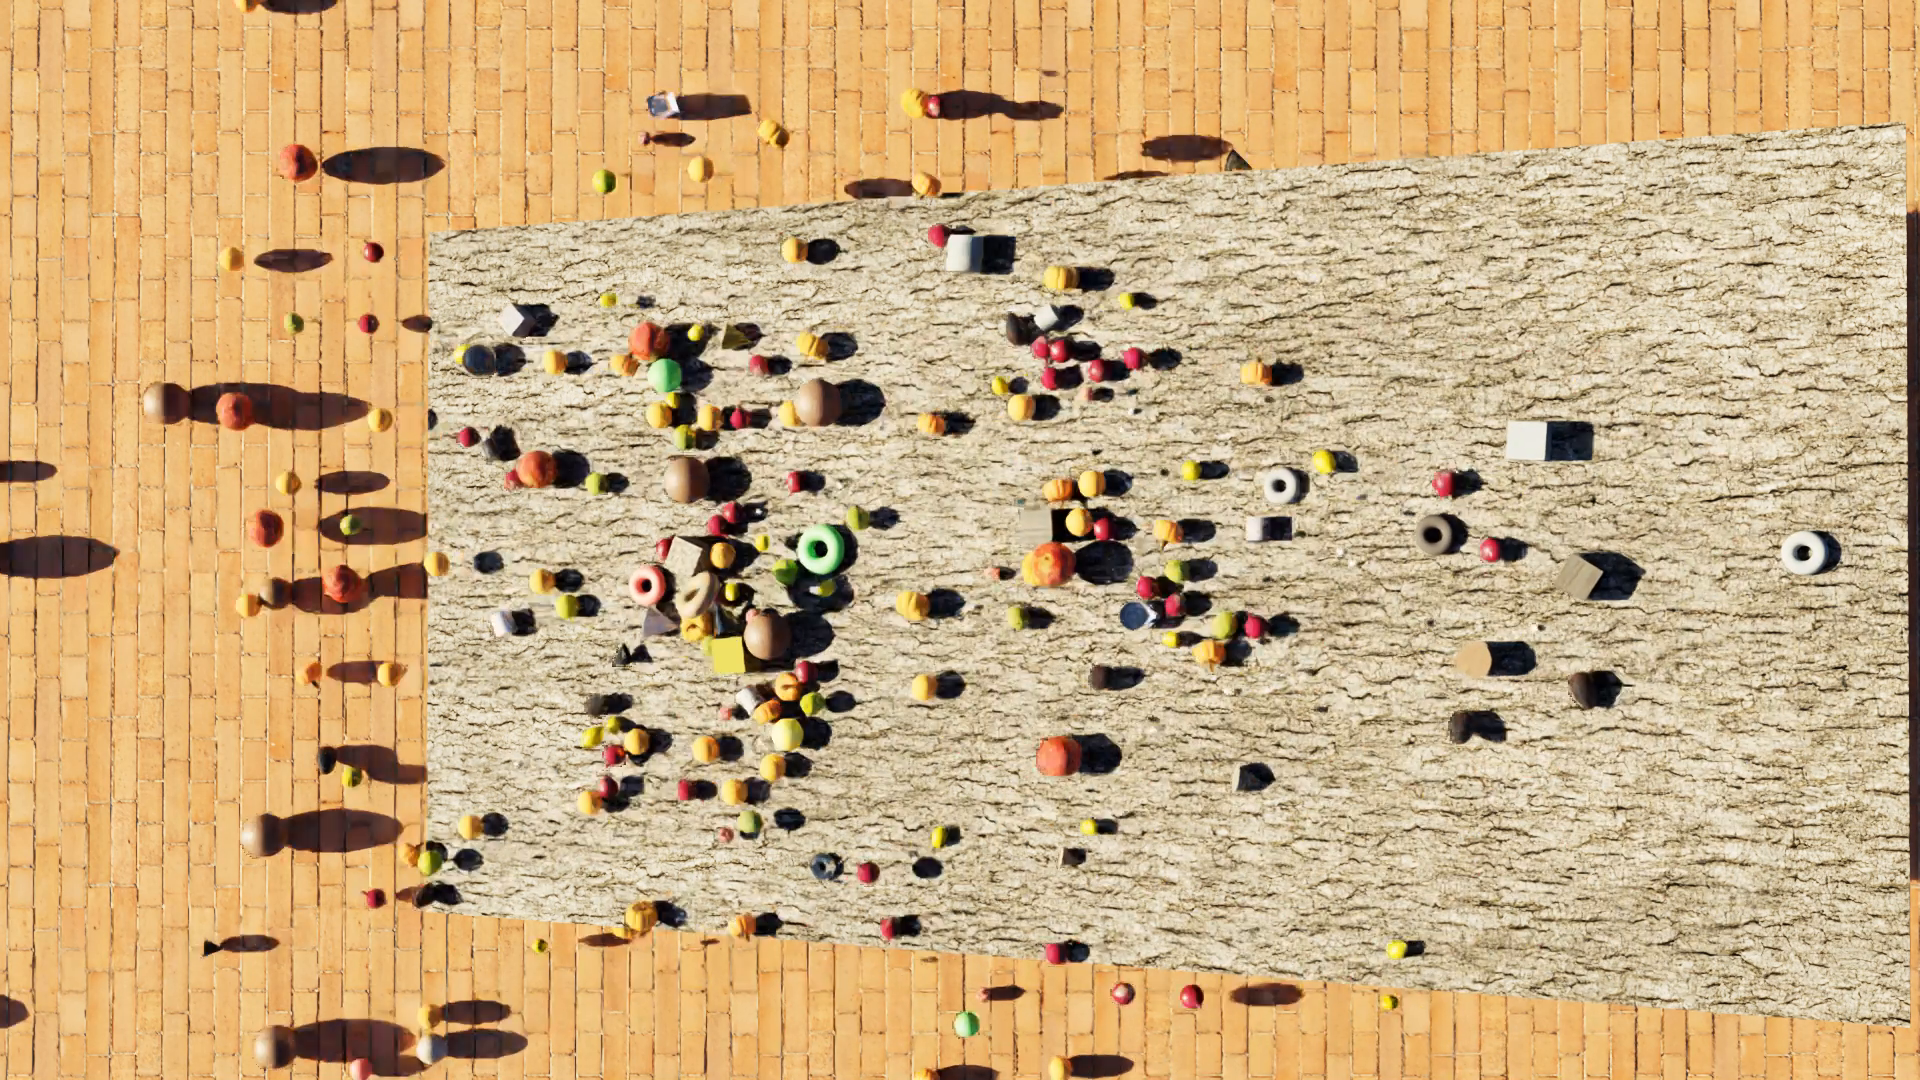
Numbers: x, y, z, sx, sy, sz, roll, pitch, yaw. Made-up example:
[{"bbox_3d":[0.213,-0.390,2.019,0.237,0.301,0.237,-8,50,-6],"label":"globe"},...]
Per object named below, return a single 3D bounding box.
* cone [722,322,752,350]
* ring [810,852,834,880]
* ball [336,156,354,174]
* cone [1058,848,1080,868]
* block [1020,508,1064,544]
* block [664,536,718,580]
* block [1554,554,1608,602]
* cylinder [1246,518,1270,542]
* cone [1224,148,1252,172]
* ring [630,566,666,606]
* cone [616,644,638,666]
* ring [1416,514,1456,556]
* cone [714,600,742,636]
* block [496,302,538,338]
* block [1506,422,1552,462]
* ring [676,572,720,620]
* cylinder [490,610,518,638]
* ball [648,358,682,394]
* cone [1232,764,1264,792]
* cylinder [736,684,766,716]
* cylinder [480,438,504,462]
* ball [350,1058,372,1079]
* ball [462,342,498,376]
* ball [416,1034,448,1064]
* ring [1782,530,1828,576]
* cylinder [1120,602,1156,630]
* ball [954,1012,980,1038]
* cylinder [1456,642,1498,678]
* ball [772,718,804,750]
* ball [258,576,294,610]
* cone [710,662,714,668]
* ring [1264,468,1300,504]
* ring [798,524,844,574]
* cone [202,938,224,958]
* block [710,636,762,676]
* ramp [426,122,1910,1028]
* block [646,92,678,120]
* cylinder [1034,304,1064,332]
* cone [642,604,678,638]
[{"bbox_3d":[-0.607,-0.550,6.033,0.080,0.080,0.080,11,89,-3],"label":"cone"},{"bbox_3d":[-0.370,0.879,5.917,0.076,0.025,0.076,0,90,28],"label":"ring"},{"bbox_3d":[-1.832,-1.118,6.548,0.055,0.055,0.055,0,89,0],"label":"ball"},{"bbox_3d":[0.284,0.819,5.630,0.052,0.052,0.052,13,89,-4],"label":"cone"},{"bbox_3d":[0.211,-0.034,5.639,0.084,0.084,0.084,-4,88,24],"label":"block"},{"bbox_3d":[-0.740,0.050,6.053,0.094,0.094,0.094,24,99,22],"label":"block"},{"bbox_3d":[1.439,0.086,5.096,0.081,0.081,0.081,34,103,20],"label":"block"},{"bbox_3d":[0.736,-0.026,5.420,0.059,0.059,0.059,0,89,0],"label":"cylinder"},{"bbox_3d":[0.761,-1.010,5.935,0.072,0.072,0.072,26,89,27],"label":"cone"},{"bbox_3d":[-0.873,0.128,6.142,0.114,0.038,0.114,0,90,23],"label":"ring"},{"bbox_3d":[-0.942,0.312,6.153,0.062,0.062,0.062,-15,117,0],"label":"cone"},{"bbox_3d":[1.138,-0.012,5.257,0.100,0.033,0.100,0,91,23],"label":"ring"},{"bbox_3d":[-0.652,0.203,6.003,0.087,0.087,0.087,-26,96,0],"label":"cone"},{"bbox_3d":[-1.272,-0.630,6.311,0.067,0.067,0.067,-48,72,16],"label":"block"},{"bbox_3d":[1.332,-0.230,5.143,0.088,0.088,0.088,4,91,24],"label":"block"},{"bbox_3d":[-0.696,0.147,5.838,0.048,0.144,0.144,40,89,-28],"label":"ring"},{"bbox_3d":[-1.310,0.240,6.316,0.063,0.063,0.063,-21,84,0],"label":"cylinder"},{"bbox_3d":[-0.816,-0.455,6.091,0.096,0.096,0.096,0,89,0],"label":"ball"},{"bbox_3d":[0.717,0.595,5.435,0.073,0.073,0.073,10,89,-3],"label":"cone"},{"bbox_3d":[-0.569,0.435,5.992,0.060,0.060,0.060,-44,72,0],"label":"cylinder"},{"bbox_3d":[-1.349,-0.260,6.346,0.053,0.053,0.053,-27,79,0],"label":"cylinder"},{"bbox_3d":[-1.773,1.567,6.510,0.066,0.066,0.066,0,89,0],"label":"ball"},{"bbox_3d":[-1.386,-0.520,6.343,0.099,0.099,0.099,0,89,0],"label":"ball"},{"bbox_3d":[-1.560,1.504,6.499,0.091,0.091,0.091,0,89,0],"label":"ball"},{"bbox_3d":[1.891,0.029,4.923,0.100,0.033,0.100,0,90,25],"label":"ring"},{"bbox_3d":[0.448,0.191,5.538,0.072,0.072,0.072,0,89,24],"label":"cylinder"},{"bbox_3d":[0.021,1.377,6.248,0.072,0.072,0.072,0,89,0],"label":"ball"},{"bbox_3d":[1.220,0.282,5.189,0.083,0.083,0.083,0,89,24],"label":"cylinder"},{"bbox_3d":[-0.465,0.524,5.929,0.088,0.088,0.088,0,89,0],"label":"ball"},{"bbox_3d":[-2.025,0.159,6.510,0.100,0.100,0.100,0,89,0],"label":"ball"},{"bbox_3d":[-0.648,0.347,6.046,0.060,0.060,0.060,44,90,0],"label":"cone"},{"bbox_3d":[0.792,-0.133,5.413,0.092,0.031,0.092,-1,89,23],"label":"ring"},{"bbox_3d":[-0.373,0.025,5.918,0.136,0.045,0.136,0,89,23],"label":"ring"},{"bbox_3d":[-2.210,1.210,6.514,0.057,0.057,0.057,8,89,-17],"label":"cone"},{"bbox_3d":[-0.608,0.314,5.991,0.096,0.096,0.096,-8,86,24],"label":"block"},{"bbox_3d":[0.283,0.084,5.706,4.000,0.100,2.000,0,89,24],"label":"ramp"},{"bbox_3d":[-0.885,-1.292,6.537,0.061,0.061,0.061,-19,91,23],"label":"block"},{"bbox_3d":[0.228,-0.570,5.652,0.053,0.053,0.053,-36,89,23],"label":"cylinder"},{"bbox_3d":[-0.826,0.235,6.117,0.097,0.097,0.097,13,89,1],"label":"cone"}]
